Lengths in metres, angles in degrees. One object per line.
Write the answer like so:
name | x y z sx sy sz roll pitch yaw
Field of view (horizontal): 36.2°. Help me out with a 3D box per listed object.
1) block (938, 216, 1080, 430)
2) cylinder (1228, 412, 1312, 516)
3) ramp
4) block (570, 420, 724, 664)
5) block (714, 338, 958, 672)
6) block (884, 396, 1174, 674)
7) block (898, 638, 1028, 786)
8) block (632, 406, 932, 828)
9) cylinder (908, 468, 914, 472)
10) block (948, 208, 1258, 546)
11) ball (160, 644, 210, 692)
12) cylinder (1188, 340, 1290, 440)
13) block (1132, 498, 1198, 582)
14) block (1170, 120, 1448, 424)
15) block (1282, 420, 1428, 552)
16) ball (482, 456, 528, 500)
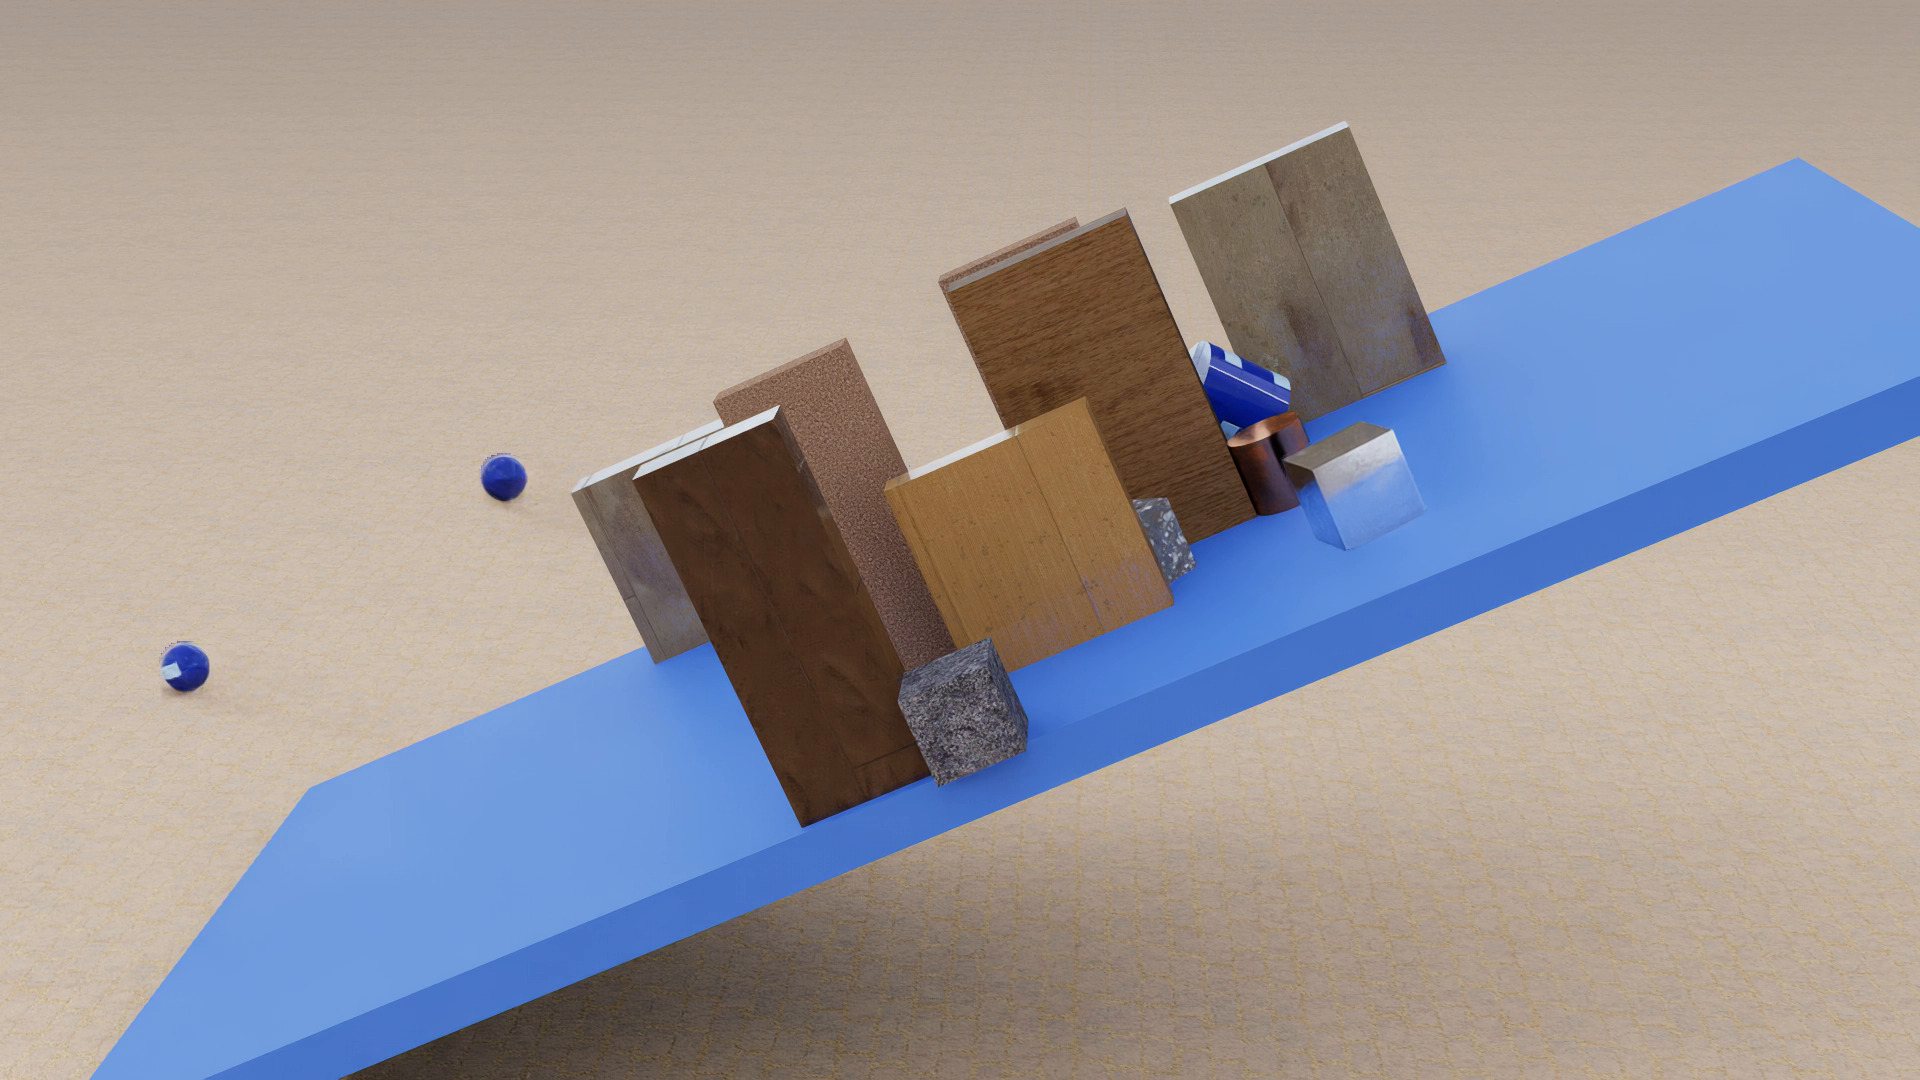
block | 0.235 -0.349 6.486 0.326 0.646 0.083 -23 13 8
cylinder | 0.653 -0.157 6.044 0.158 0.158 0.158 -24 13 6
ramp | 0.132 0.170 6.284 4.000 0.100 2.000 -23 13 8
block | -0.646 -0.002 7.131 0.411 0.468 0.140 -23 13 8
block | -0.221 -0.037 5.982 0.287 0.689 0.088 -23 13 8
block | 0.136 0.005 5.731 0.424 0.432 0.087 -23 13 8
block | 0.008 0.310 5.329 0.174 0.174 0.174 -23 13 8
block | -0.308 0.143 5.353 0.279 0.718 0.114 -23 13 8
cylinder | -0.148 -0.161 10.475 0.186 0.186 0.186 2 15 8
block | 0.295 -0.288 6.049 0.394 0.681 0.108 -23 13 8
ball | -2.261 0.372 8.588 0.140 0.140 0.140 0 15 0
cylinder | 0.586 -0.305 6.472 0.204 0.204 0.204 23 9 -17
block | 0.346 0.021 5.909 0.154 0.154 0.154 -32 14 -28
block | 0.777 -0.580 6.569 0.424 0.576 0.102 -23 13 8
block | 0.751 -0.103 5.611 0.174 0.174 0.174 -27 13 -8
ball | -1.667 -0.226 10.752 0.166 0.166 0.166 0 15 0
